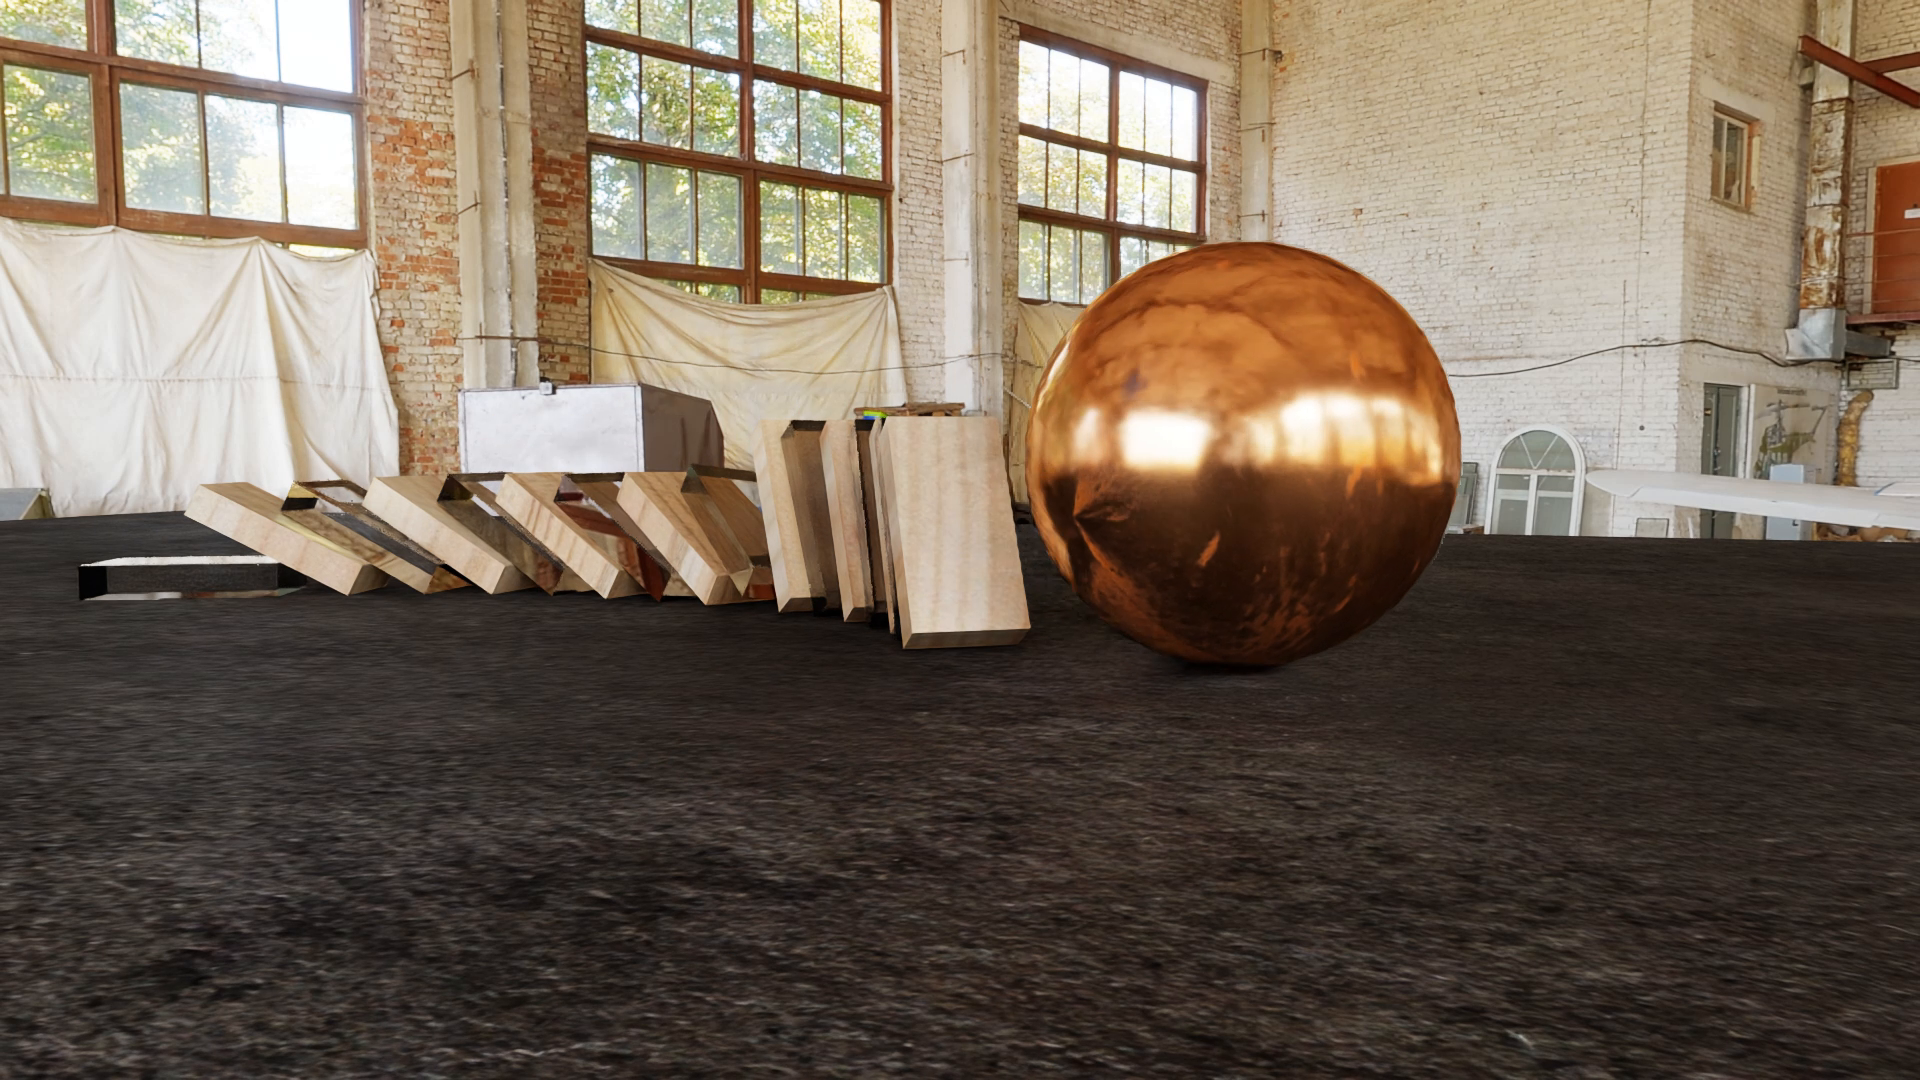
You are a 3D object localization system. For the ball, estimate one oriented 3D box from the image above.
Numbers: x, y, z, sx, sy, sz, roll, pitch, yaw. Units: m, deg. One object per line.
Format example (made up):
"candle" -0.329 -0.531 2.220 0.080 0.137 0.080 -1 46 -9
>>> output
"ball" 0.052 -0.016 0.243 0.080 0.080 0.080 0 4 0

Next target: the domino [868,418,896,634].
"domino" -0.006 -0.004 0.296 0.025 0.050 0.010 -1 -24 -15

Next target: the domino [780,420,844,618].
"domino" -0.028 -0.006 0.325 0.025 0.050 0.009 -2 -24 -27

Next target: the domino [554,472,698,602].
"domino" -0.089 -0.002 0.364 0.050 0.009 0.025 38 23 26

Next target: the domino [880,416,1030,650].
"domino" -0.002 -0.002 0.275 0.025 0.050 0.010 -1 -24 -15

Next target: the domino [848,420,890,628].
"domino" -0.011 -0.005 0.306 0.025 0.050 0.009 -1 -24 -15

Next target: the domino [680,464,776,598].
"domino" -0.055 -0.002 0.350 0.025 0.010 0.050 6 31 -37

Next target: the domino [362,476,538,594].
"domino" -0.147 -0.002 0.379 0.050 0.010 0.025 32 12 12

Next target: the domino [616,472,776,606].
"domino" -0.071 -0.001 0.356 0.025 0.010 0.050 -3 37 -47

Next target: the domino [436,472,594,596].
"domino" -0.126 -0.003 0.377 0.050 0.010 0.025 35 17 19

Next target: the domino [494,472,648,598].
"domino" -0.108 -0.002 0.371 0.050 0.009 0.025 36 20 22

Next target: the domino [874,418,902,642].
"domino" -0.004 -0.003 0.286 0.025 0.050 0.010 -1 -24 -15

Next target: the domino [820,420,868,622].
"domino" -0.019 -0.005 0.316 0.025 0.050 0.009 -2 -24 -20

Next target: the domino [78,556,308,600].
"domino" -0.217 0.011 0.365 0.050 0.010 0.025 -1 4 -10

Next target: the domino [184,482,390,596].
"domino" -0.192 -0.001 0.371 0.050 0.010 0.025 27 3 -3

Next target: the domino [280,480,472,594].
"domino" -0.169 -0.002 0.377 0.050 0.010 0.025 28 8 6

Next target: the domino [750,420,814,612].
"domino" -0.037 -0.007 0.332 0.025 0.050 0.009 -1 -24 -27
